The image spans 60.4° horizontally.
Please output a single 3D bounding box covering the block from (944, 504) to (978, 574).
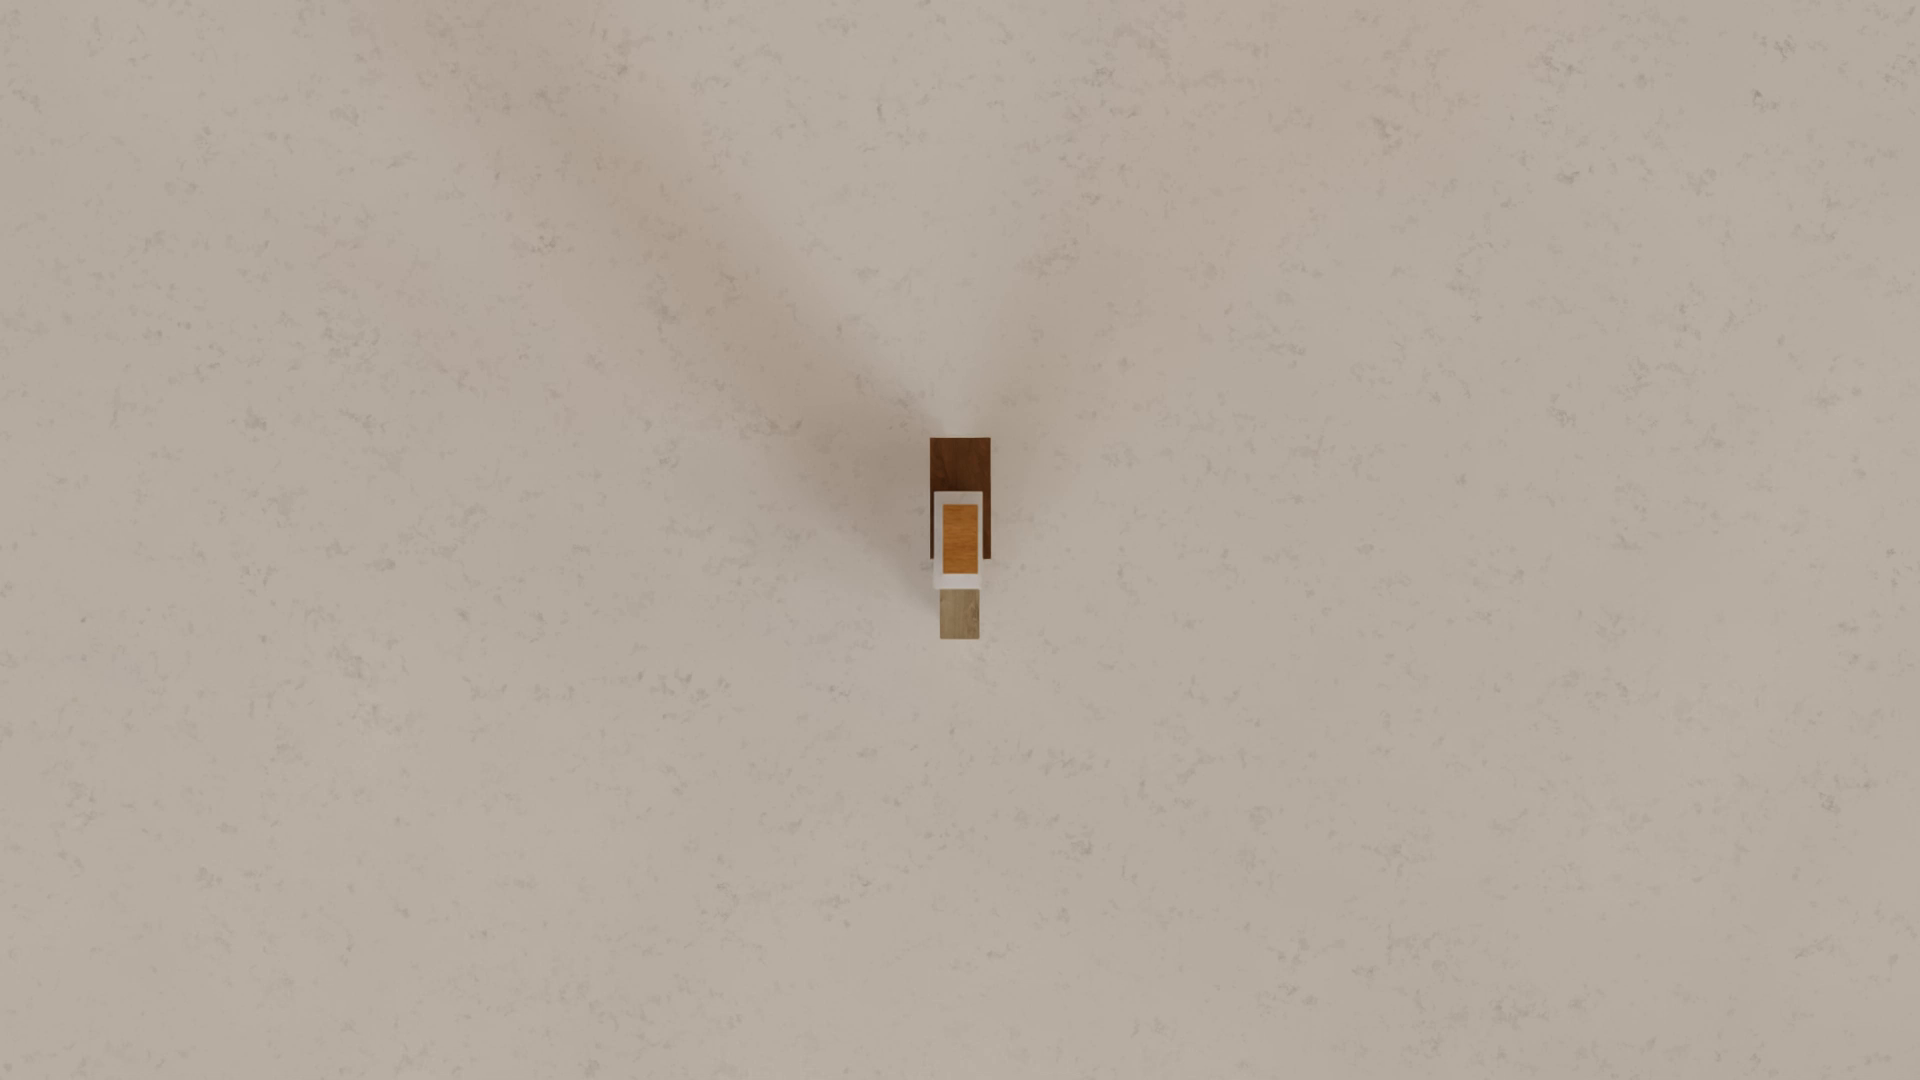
[{"bbox_3d":[0.001,-0.002,4.094,0.086,0.024,0.172,0,90,0],"label":"block"}]

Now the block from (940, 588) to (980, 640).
[{"bbox_3d":[-0.001,0.169,4.708,0.113,0.032,0.226,0,90,0],"label":"block"}]

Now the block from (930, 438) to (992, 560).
[{"bbox_3d":[0.001,-0.115,4.590,0.168,0.048,0.337,0,90,0],"label":"block"}]

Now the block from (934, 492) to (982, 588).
[{"bbox_3d":[-0.004,0.000,4.296,0.126,0.036,0.252,0,90,0],"label":"block"}]
